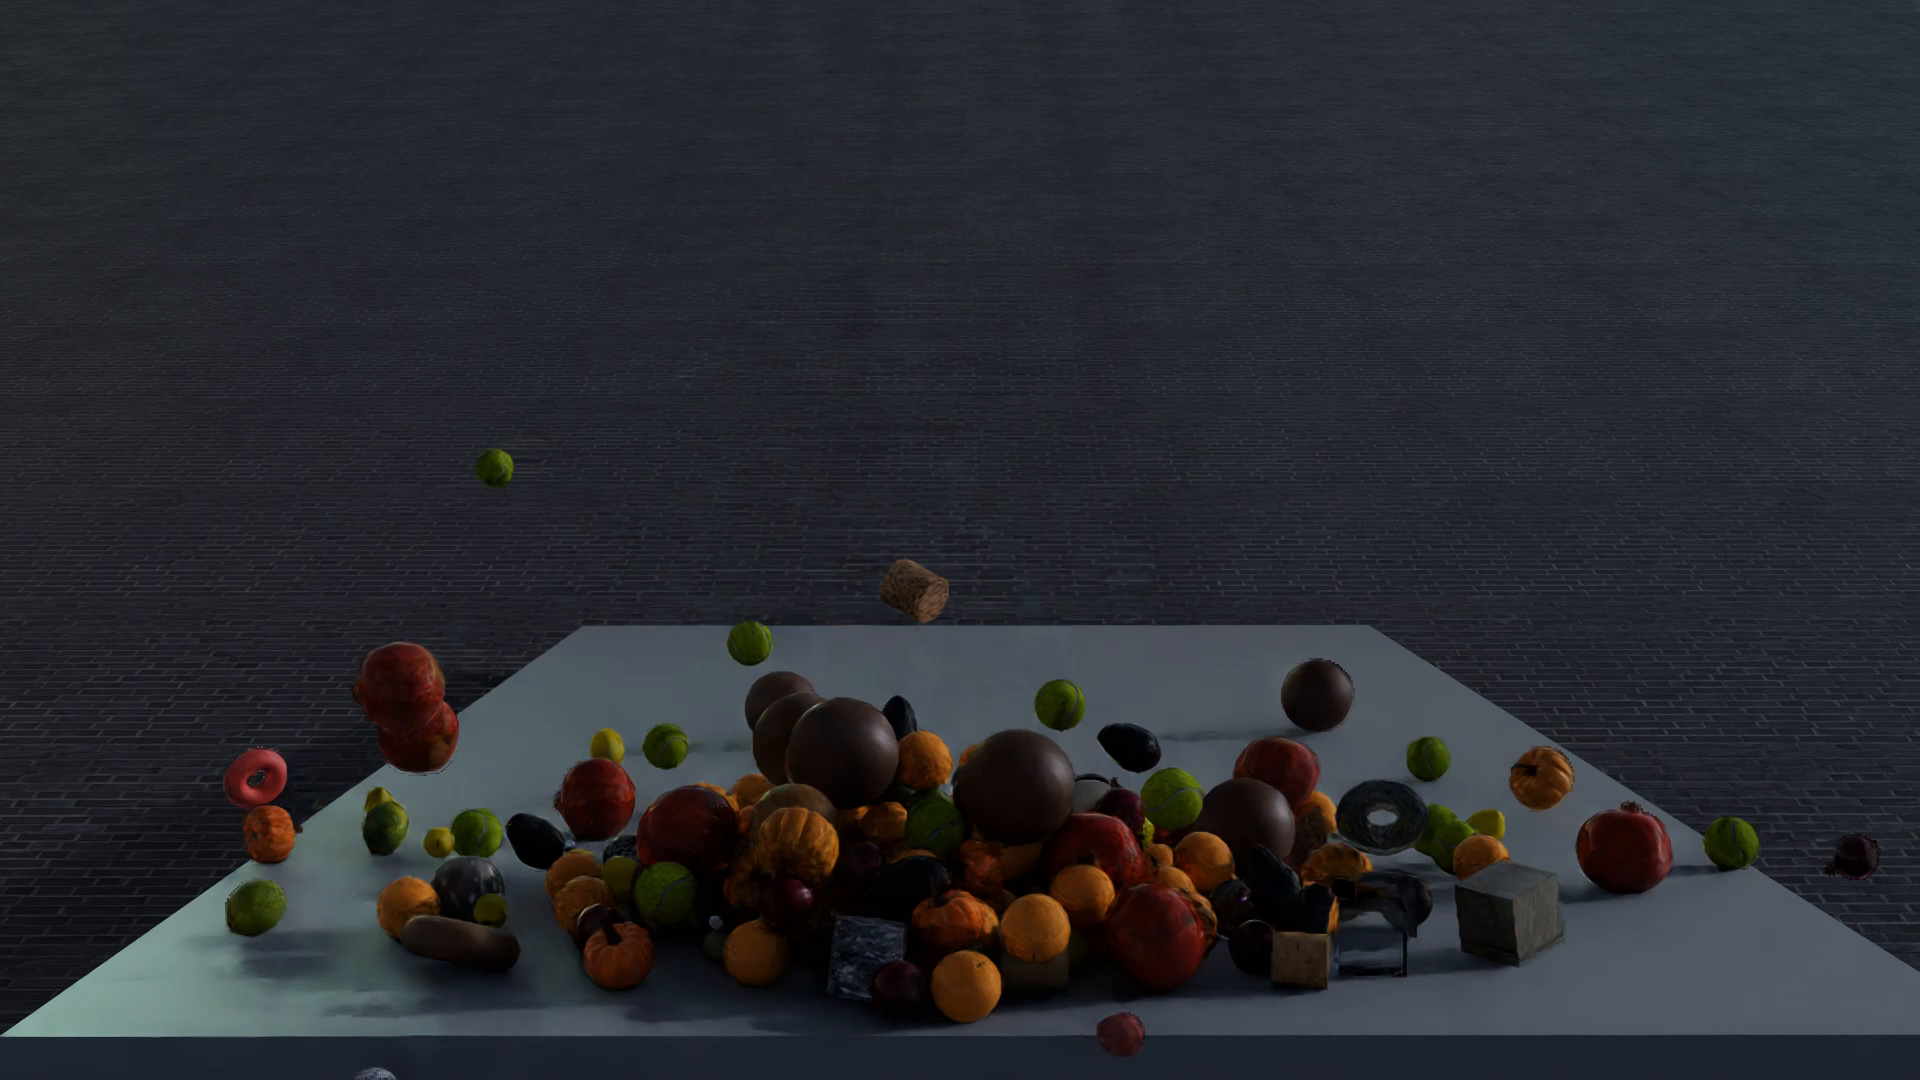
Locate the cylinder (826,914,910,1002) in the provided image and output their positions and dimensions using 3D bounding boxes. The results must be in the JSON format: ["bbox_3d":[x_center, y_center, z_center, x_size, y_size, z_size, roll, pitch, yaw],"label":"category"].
[{"bbox_3d":[-0.096,0.436,2.675,0.078,0.078,0.078,7,-3,0],"label":"cylinder"}]

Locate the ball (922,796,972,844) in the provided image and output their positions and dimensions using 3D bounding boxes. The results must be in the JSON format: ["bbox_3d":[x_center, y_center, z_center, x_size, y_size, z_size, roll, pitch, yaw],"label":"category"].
[{"bbox_3d":[-0.020,0.355,3.209,0.070,0.070,0.070,0,19,0],"label":"ball"}]

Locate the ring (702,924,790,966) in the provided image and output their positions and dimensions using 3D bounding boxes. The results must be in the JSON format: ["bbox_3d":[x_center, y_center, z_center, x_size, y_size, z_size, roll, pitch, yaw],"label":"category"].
[{"bbox_3d":[-0.240,0.452,2.869,0.098,0.033,0.098,-2,5,0],"label":"ring"}]

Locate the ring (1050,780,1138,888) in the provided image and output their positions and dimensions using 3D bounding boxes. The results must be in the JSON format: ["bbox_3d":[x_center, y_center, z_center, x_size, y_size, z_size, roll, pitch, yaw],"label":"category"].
[{"bbox_3d":[0.156,0.350,3.061,0.130,0.130,0.043,-12,-2,-32],"label":"ring"}]

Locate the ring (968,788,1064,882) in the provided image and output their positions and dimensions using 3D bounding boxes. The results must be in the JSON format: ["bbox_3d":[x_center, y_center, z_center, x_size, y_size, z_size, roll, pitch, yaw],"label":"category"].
[{"bbox_3d":[0.066,0.347,3.013,0.126,0.042,0.126,-25,37,21],"label":"ring"}]

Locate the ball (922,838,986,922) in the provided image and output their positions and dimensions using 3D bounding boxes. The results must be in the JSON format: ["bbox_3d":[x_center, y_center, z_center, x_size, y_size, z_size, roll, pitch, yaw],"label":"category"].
[{"bbox_3d":[-0.019,0.406,3.052,0.100,0.100,0.100,0,19,0],"label":"ball"}]

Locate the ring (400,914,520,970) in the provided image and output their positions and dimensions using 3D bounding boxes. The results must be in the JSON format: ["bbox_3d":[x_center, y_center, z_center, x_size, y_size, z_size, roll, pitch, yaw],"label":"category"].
[{"bbox_3d":[-0.545,0.440,2.801,0.131,0.044,0.131,11,-13,3],"label":"ring"}]

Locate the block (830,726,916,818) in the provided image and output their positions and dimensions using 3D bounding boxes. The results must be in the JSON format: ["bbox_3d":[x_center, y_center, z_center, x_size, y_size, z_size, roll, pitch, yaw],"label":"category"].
[{"bbox_3d":[-0.120,0.339,3.737,0.088,0.088,0.088,11,33,-32],"label":"block"}]

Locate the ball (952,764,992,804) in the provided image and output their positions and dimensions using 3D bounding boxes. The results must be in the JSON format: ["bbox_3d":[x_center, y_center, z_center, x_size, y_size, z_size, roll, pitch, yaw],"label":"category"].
[{"bbox_3d":[0.015,0.305,3.220,0.050,0.050,0.050,0,19,0],"label":"ball"}]

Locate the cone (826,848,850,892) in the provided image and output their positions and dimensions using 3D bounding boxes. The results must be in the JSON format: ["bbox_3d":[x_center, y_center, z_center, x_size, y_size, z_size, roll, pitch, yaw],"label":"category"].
[{"bbox_3d":[-0.142,0.430,3.234,0.059,0.059,0.059,-17,41,-40],"label":"cone"}]

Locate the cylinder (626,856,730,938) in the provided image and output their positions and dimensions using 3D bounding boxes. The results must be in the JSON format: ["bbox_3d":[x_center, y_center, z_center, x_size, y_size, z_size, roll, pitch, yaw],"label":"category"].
[{"bbox_3d":[-0.325,0.416,2.975,0.087,0.087,0.087,-14,10,33],"label":"cylinder"}]

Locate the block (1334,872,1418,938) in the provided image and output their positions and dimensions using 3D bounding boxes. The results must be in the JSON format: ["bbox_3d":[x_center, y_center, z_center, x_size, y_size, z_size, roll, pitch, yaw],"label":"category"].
[{"bbox_3d":[0.483,0.427,2.981,0.067,0.067,0.067,-3,5,-38],"label":"block"}]

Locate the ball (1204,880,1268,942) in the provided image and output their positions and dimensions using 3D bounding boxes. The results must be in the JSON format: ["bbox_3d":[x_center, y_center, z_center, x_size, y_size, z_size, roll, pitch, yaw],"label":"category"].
[{"bbox_3d":[0.317,0.427,2.950,0.072,0.072,0.072,0,19,0],"label":"ball"}]

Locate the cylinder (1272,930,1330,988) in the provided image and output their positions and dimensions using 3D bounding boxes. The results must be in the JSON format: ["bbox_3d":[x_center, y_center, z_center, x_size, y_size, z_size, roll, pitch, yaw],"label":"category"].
[{"bbox_3d":[0.364,0.448,2.738,0.058,0.058,0.058,3,19,13],"label":"cylinder"}]

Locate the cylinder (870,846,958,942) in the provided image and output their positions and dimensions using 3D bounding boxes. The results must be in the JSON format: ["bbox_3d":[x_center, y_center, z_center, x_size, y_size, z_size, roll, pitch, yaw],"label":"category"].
[{"bbox_3d":[-0.052,0.401,2.903,0.077,0.077,0.077,-9,46,-23],"label":"cylinder"}]

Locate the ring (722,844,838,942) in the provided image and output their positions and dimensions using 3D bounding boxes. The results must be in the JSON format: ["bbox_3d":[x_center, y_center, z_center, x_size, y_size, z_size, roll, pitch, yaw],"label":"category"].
[{"bbox_3d":[-0.209,0.406,2.985,0.136,0.045,0.136,7,52,-9],"label":"ring"}]

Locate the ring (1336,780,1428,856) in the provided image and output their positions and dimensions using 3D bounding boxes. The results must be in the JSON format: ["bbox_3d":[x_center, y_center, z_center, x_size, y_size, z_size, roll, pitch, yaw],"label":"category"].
[{"bbox_3d":[0.499,0.329,3.035,0.109,0.109,0.036,2,37,6],"label":"ring"}]

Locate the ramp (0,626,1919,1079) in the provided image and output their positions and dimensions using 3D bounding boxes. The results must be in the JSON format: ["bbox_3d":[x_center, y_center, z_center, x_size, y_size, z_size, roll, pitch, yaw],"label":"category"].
[{"bbox_3d":[0.045,0.404,4.539,2.000,0.100,4.000,0,4,0],"label":"ramp"}]

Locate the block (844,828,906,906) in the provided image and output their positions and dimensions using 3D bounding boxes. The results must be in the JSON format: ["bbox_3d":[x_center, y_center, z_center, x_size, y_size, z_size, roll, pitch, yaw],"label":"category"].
[{"bbox_3d":[-0.098,0.396,3.110,0.066,0.066,0.066,-9,15,8],"label":"block"}]

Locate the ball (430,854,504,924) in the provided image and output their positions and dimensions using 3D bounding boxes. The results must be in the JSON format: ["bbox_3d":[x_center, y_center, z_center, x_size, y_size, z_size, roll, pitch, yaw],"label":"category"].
[{"bbox_3d":[-0.581,0.415,3.025,0.086,0.086,0.086,0,19,0],"label":"ball"}]

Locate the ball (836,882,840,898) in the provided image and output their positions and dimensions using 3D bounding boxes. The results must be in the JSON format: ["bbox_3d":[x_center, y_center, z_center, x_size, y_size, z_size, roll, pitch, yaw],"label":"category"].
[{"bbox_3d":[-0.172,0.426,3.091,0.054,0.054,0.054,0,19,0],"label":"ball"}]

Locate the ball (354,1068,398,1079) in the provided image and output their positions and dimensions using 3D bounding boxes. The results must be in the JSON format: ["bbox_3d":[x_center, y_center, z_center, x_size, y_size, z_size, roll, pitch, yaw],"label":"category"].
[{"bbox_3d":[-0.572,0.543,2.511,0.052,0.052,0.052,0,19,0],"label":"ball"}]

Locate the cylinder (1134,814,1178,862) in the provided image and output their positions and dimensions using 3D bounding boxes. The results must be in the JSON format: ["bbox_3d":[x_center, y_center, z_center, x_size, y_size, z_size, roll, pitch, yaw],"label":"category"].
[{"bbox_3d":[0.255,0.398,3.436,0.062,0.062,0.062,-2,-5,-7],"label":"cylinder"}]

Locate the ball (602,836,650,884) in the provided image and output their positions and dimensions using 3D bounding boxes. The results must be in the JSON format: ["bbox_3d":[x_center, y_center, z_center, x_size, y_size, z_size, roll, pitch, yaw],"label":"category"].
[{"bbox_3d":[-0.427,0.409,3.282,0.062,0.062,0.062,0,19,0],"label":"ball"}]

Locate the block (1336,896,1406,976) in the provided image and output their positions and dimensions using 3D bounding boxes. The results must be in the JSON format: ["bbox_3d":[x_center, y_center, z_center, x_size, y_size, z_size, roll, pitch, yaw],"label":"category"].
[{"bbox_3d":[0.451,0.435,2.819,0.072,0.072,0.072,0,4,5],"label":"block"}]

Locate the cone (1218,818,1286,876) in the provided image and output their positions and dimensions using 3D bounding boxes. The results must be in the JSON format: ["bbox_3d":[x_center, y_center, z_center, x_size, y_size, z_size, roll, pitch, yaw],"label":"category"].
[{"bbox_3d":[0.390,0.417,3.343,0.081,0.081,0.081,28,26,12],"label":"cone"}]

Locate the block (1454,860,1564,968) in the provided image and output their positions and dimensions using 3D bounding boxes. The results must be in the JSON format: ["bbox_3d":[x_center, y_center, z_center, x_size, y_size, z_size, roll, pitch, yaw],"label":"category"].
[{"bbox_3d":[0.614,0.417,2.871,0.081,0.081,0.081,-20,18,-37],"label":"block"}]

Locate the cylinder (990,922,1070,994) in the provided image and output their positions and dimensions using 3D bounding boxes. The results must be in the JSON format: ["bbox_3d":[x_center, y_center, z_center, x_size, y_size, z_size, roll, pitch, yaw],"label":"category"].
[{"bbox_3d":[0.073,0.442,2.715,0.072,0.072,0.072,-1,19,-10],"label":"cylinder"}]

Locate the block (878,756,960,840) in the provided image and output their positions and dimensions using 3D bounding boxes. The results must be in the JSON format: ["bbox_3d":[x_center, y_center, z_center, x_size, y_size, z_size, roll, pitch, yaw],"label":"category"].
[{"bbox_3d":[-0.051,0.318,3.165,0.061,0.061,0.061,-40,40,2],"label":"block"}]

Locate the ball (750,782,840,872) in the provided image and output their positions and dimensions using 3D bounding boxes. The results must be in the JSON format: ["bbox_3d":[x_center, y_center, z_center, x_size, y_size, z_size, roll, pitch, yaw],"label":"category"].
[{"bbox_3d":[-0.184,0.320,2.860,0.100,0.100,0.100,0,19,0],"label":"ball"}]

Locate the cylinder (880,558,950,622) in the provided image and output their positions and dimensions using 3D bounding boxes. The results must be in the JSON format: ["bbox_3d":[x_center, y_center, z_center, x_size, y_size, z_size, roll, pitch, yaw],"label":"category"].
[{"bbox_3d":[-0.066,0.073,3.733,0.071,0.071,0.071,28,31,29],"label":"cylinder"}]

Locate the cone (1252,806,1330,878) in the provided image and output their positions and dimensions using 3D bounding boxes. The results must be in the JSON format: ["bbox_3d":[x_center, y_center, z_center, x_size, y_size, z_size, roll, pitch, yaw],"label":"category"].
[{"bbox_3d":[0.423,0.397,3.314,0.095,0.095,0.095,-9,19,4],"label":"cone"}]
